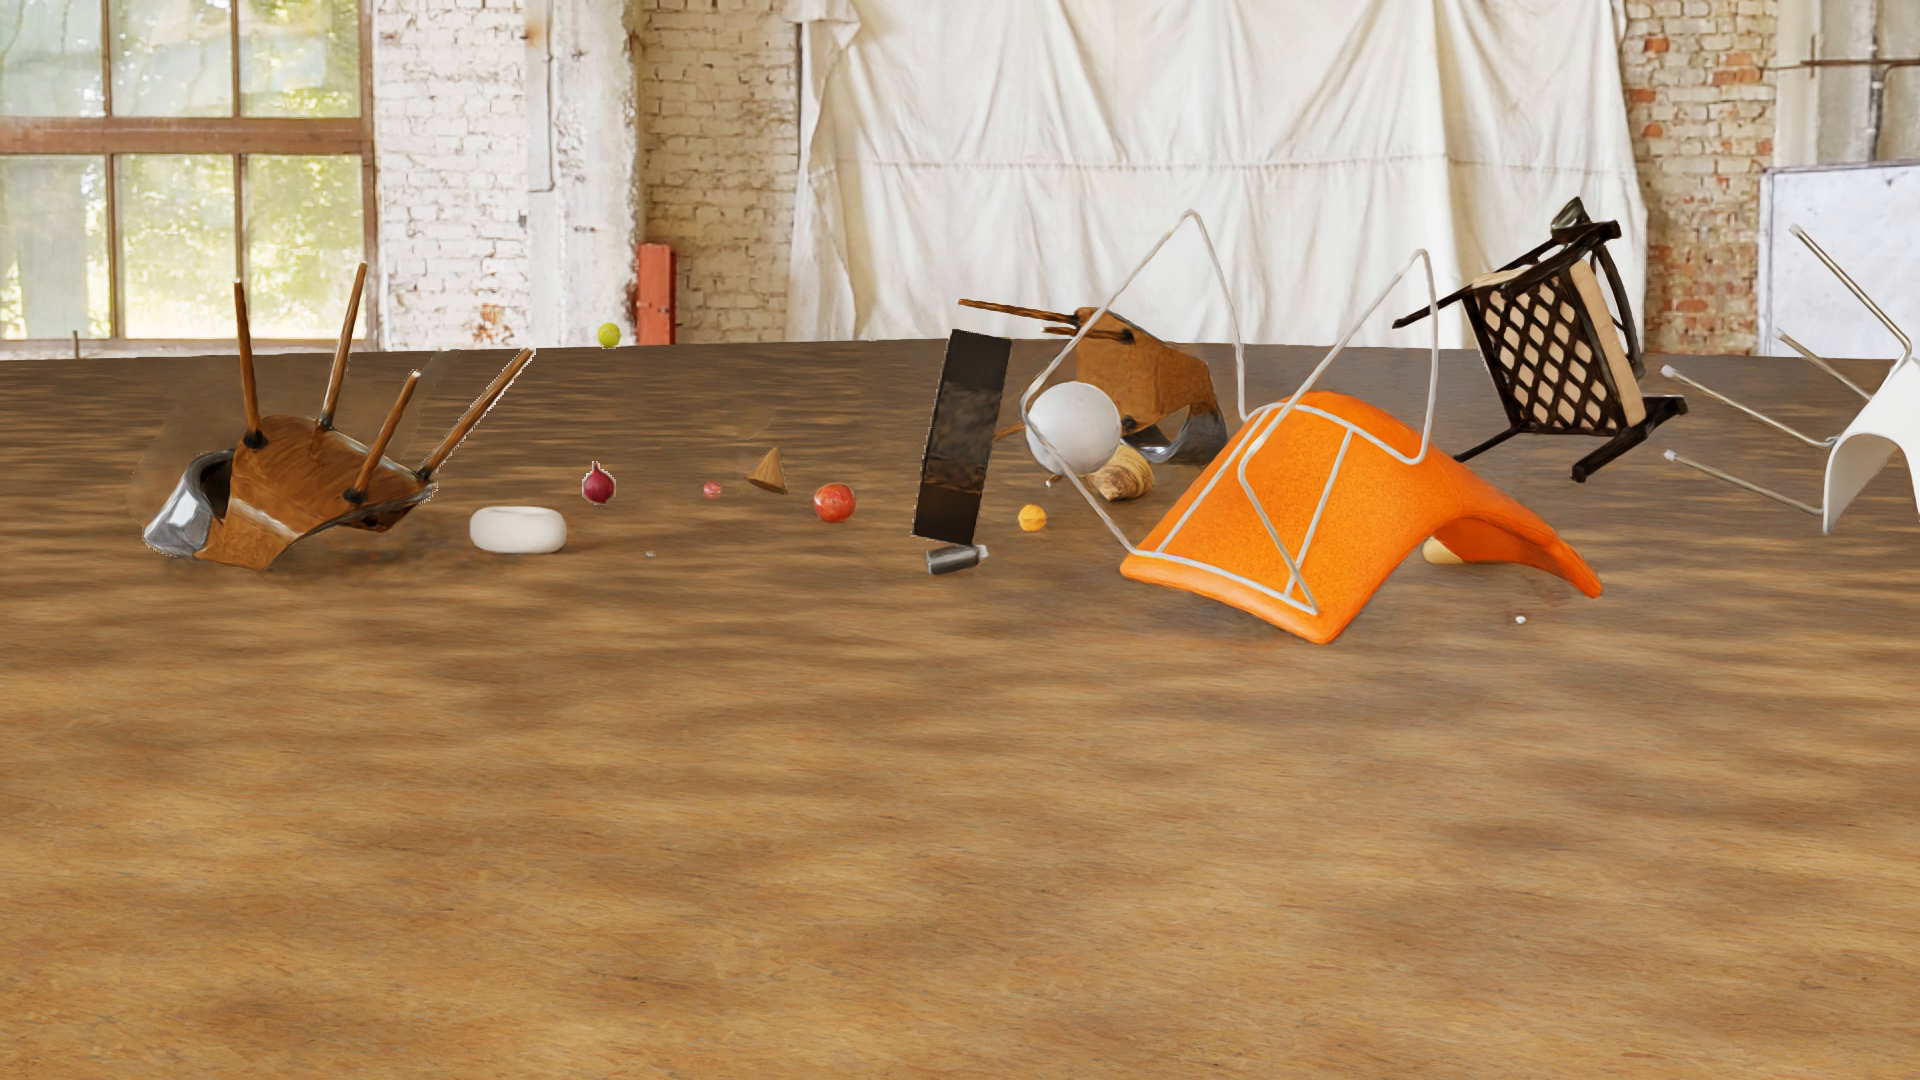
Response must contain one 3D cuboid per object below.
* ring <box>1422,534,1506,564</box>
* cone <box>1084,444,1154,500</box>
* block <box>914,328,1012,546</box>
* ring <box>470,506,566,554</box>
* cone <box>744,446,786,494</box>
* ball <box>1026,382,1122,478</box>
[{"bbox_3d":[1.160,0.022,5.897,0.200,0.064,0.111,-2,5,-13],"label":"ring"},{"bbox_3d":[0.442,-0.159,7.439,0.223,0.261,0.115,-1,50,25],"label":"cone"},{"bbox_3d":[0.004,-0.188,4.773,0.113,0.274,0.301,11,-29,0],"label":"block"},{"bbox_3d":[-1.066,-0.024,6.182,0.194,0.097,0.383,-5,7,-32],"label":"ring"},{"bbox_3d":[-0.565,-0.223,7.690,0.110,0.128,0.177,10,-10,27],"label":"cone"},{"bbox_3d":[0.233,-0.227,5.263,0.197,0.197,0.197,0,6,0],"label":"ball"}]
